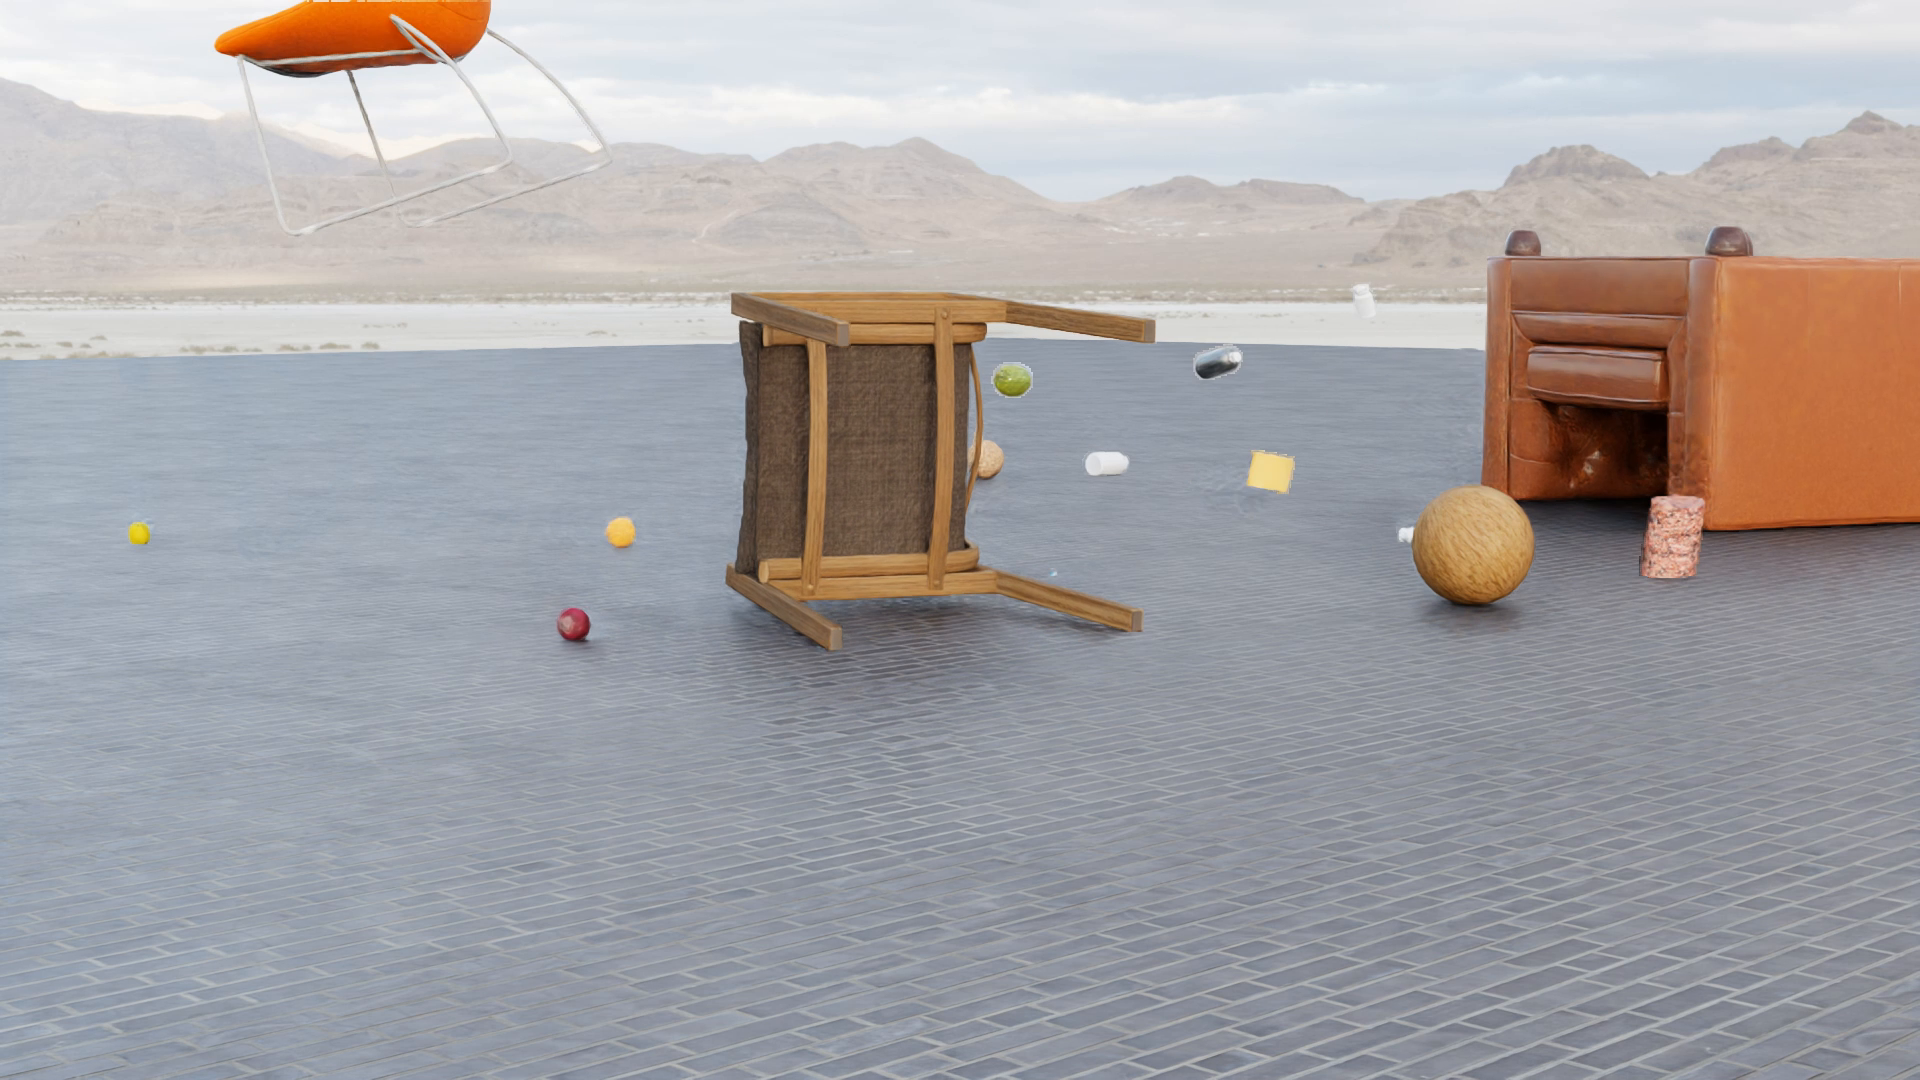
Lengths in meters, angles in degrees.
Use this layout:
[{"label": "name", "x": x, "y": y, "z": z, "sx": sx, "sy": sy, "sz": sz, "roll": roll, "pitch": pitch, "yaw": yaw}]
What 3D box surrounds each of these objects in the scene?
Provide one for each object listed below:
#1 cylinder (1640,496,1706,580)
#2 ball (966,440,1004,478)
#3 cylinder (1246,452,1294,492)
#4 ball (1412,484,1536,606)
[{"label": "cylinder", "x": 1.557, "y": -0.007, "z": 5.603, "sx": 0.138, "sy": 0.163, "sz": 0.088, "roll": -6, "pitch": 20, "yaw": -30}, {"label": "ball", "x": 0.081, "y": -0.263, "z": 8.349, "sx": 0.126, "sy": 0.126, "sz": 0.126, "roll": 0, "pitch": 6, "yaw": 0}, {"label": "cylinder", "x": 0.858, "y": -0.188, "z": 7.093, "sx": 0.130, "sy": 0.092, "sz": 0.058, "roll": 8, "pitch": 8, "yaw": -27}, {"label": "ball", "x": 1.027, "y": 0.010, "z": 5.136, "sx": 0.242, "sy": 0.242, "sz": 0.242, "roll": 0, "pitch": 6, "yaw": 0}]
